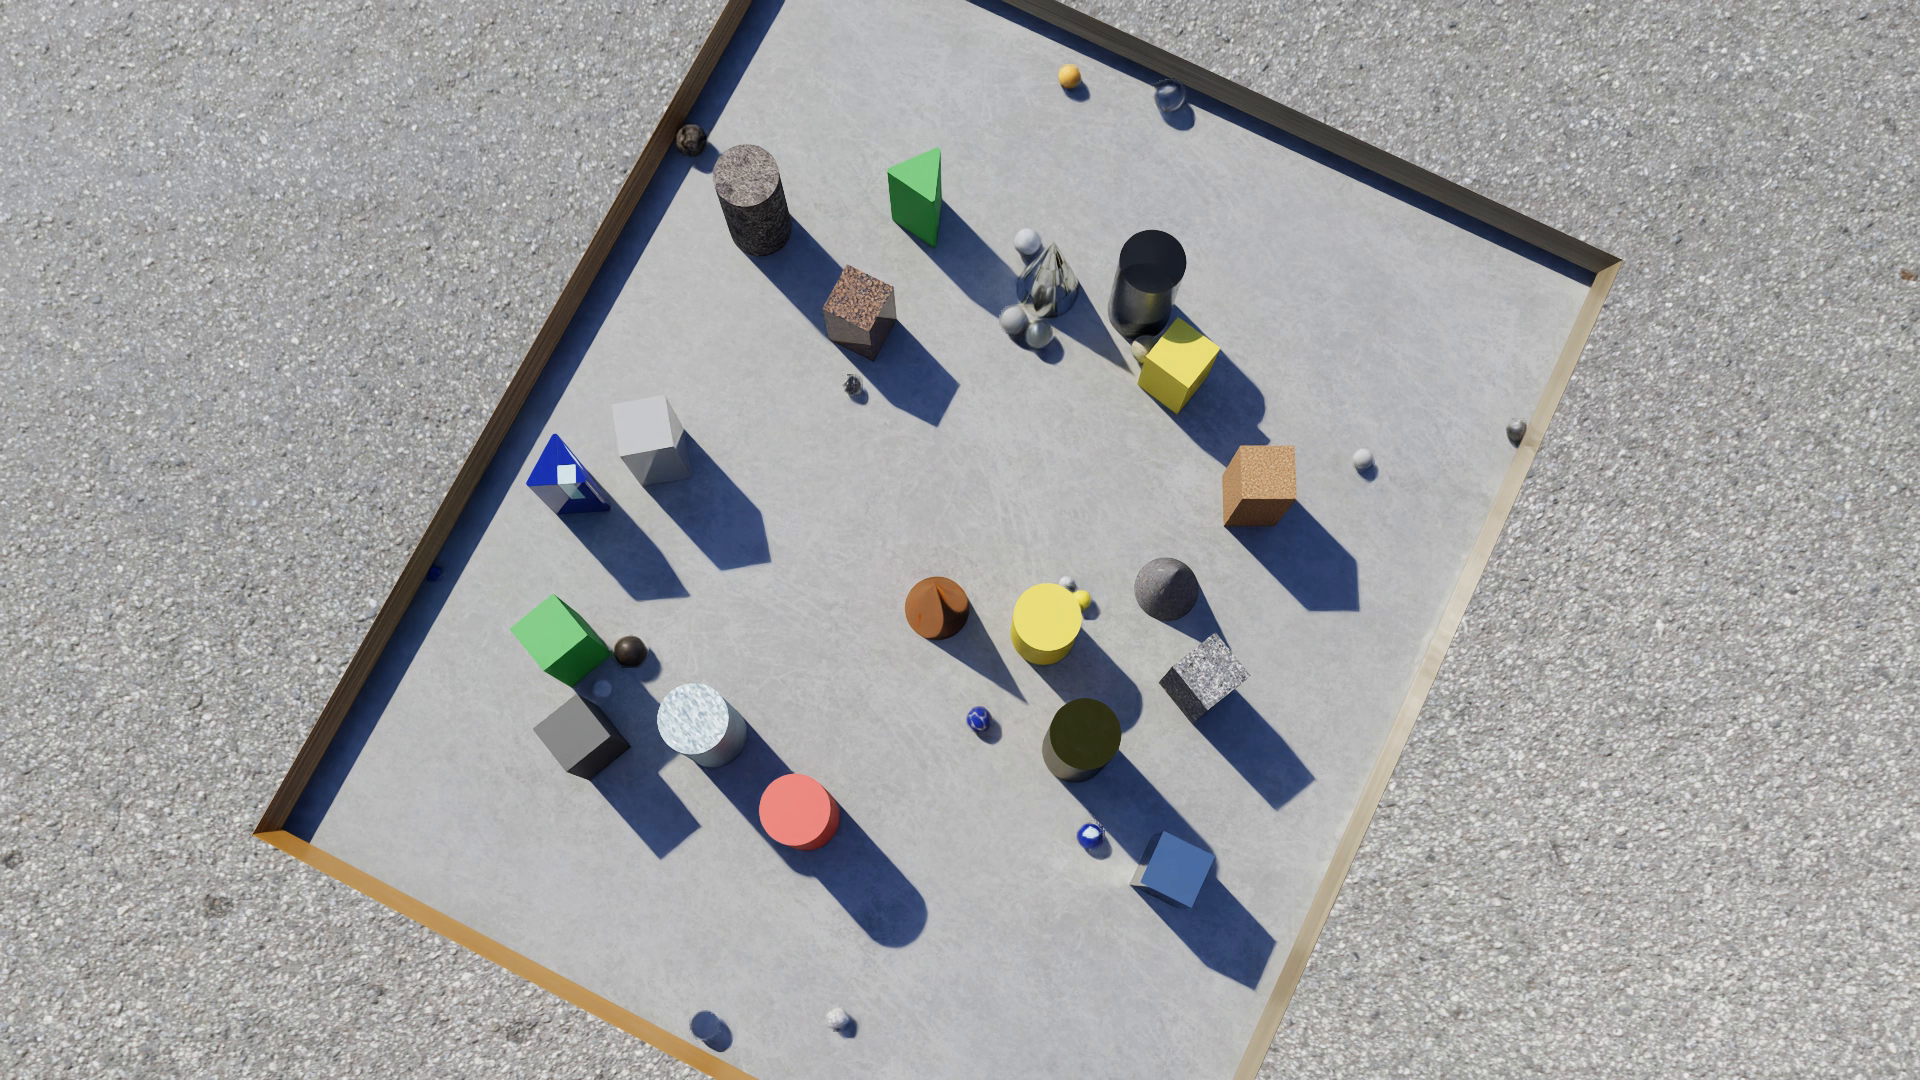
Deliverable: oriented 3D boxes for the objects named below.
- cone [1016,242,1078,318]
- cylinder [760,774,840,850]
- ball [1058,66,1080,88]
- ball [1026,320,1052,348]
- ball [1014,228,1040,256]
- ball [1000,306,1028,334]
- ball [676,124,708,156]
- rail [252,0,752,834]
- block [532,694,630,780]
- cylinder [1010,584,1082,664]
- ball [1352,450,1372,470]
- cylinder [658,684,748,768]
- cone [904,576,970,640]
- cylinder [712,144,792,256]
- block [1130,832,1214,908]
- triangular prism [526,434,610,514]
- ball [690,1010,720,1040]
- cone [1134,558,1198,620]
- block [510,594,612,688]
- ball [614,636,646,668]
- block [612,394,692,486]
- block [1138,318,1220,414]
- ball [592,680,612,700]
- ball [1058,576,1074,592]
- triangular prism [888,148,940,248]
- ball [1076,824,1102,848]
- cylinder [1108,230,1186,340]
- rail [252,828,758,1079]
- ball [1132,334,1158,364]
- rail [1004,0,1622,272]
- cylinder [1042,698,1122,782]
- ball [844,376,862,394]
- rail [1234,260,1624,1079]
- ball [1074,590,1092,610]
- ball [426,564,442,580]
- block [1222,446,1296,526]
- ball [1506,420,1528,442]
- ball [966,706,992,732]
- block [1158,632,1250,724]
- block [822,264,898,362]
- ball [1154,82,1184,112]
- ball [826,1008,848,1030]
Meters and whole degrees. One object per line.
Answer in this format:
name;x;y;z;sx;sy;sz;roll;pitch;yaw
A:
cone;0.277;-0.835;5.581;0.197;0.409;0.197;0;78;0
cylinder;-0.456;0.784;5.252;0.197;0.395;0.197;0;78;0
ball;0.352;-1.487;5.887;0.072;0.072;0.072;0;78;0
ball;0.246;-0.640;5.705;0.086;0.086;0.086;0;78;0
ball;0.210;-0.938;5.768;0.084;0.084;0.084;0;78;0
ball;0.170;-0.685;5.715;0.086;0.086;0.086;0;78;0
ball;-0.854;-1.273;5.830;0.098;0.098;0.098;0;78;0
rail;-1.270;-0.615;5.678;0.045;0.128;3.407;26;80;5
block;-1.096;0.576;5.329;0.157;0.330;0.157;-39;81;-7
cylinder;0.252;0.251;5.411;0.197;0.301;0.197;0;78;0
ball;1.237;-0.248;5.636;0.062;0.062;0.062;0;78;0
cylinder;-0.736;0.538;5.273;0.197;0.454;0.197;0;78;0
cone;-0.070;0.165;5.368;0.197;0.419;0.197;0;78;0
cylinder;-0.633;-1.036;5.620;0.197;0.414;0.197;0;78;0
block;0.604;0.948;5.251;0.157;0.332;0.157;26;79;5
triangular prism;-1.166;-0.198;5.464;0.170;0.379;0.148;-4;78;-1
ball;-0.735;1.398;5.285;0.082;0.082;0.082;0;78;0
cone;0.629;0.118;5.433;0.197;0.313;0.197;0;78;0
block;-1.163;0.298;5.362;0.157;0.378;0.157;-40;81;-8
ball;-0.990;0.334;5.498;0.097;0.097;0.097;0;78;0
block;-0.919;-0.293;5.486;0.157;0.375;0.157;-11;79;-2
block;0.663;-0.528;5.578;0.157;0.290;0.157;38;81;7
ball;-1.074;0.448;5.494;0.058;0.058;0.058;0;78;0
ball;0.323;0.133;5.565;0.047;0.047;0.047;0;78;0
triangular prism;-0.105;-1.073;5.644;0.170;0.381;0.148;35;80;7
ball;0.381;0.872;5.398;0.075;0.075;0.075;0;78;0
cylinder;0.562;-0.767;5.552;0.197;0.437;0.197;0;78;0
rail;-0.751;1.478;5.244;2.886;0.128;0.045;26;80;5
ball;0.576;-0.594;5.695;0.088;0.088;0.088;0;78;0
rail;0.751;-1.465;5.853;2.886;0.128;0.045;26;80;5
cylinder;0.344;0.579;5.249;0.197;0.484;0.197;0;78;0
ball;-0.334;-0.479;5.687;0.056;0.056;0.056;0;78;0
rail;1.270;0.628;5.420;0.045;0.128;3.407;26;80;5
ball;0.368;0.181;5.548;0.062;0.062;0.062;0;78;0
ball;-1.601;0.099;5.571;0.048;0.048;0.048;0;78;0
block;0.888;-0.158;5.458;0.157;0.374;0.157;0;78;0
ball;1.718;-0.337;5.653;0.065;0.065;0.065;0;78;0
ball;0.057;0.533;5.467;0.076;0.076;0.076;0;78;0
block;0.709;0.407;5.345;0.157;0.368;0.157;-37;81;-7
block;-0.304;-0.691;5.606;0.157;0.300;0.157;27;80;5
ball;0.668;-1.417;5.860;0.098;0.098;0.098;0;78;0
ball;-0.353;1.384;5.298;0.062;0.062;0.062;0;78;0
